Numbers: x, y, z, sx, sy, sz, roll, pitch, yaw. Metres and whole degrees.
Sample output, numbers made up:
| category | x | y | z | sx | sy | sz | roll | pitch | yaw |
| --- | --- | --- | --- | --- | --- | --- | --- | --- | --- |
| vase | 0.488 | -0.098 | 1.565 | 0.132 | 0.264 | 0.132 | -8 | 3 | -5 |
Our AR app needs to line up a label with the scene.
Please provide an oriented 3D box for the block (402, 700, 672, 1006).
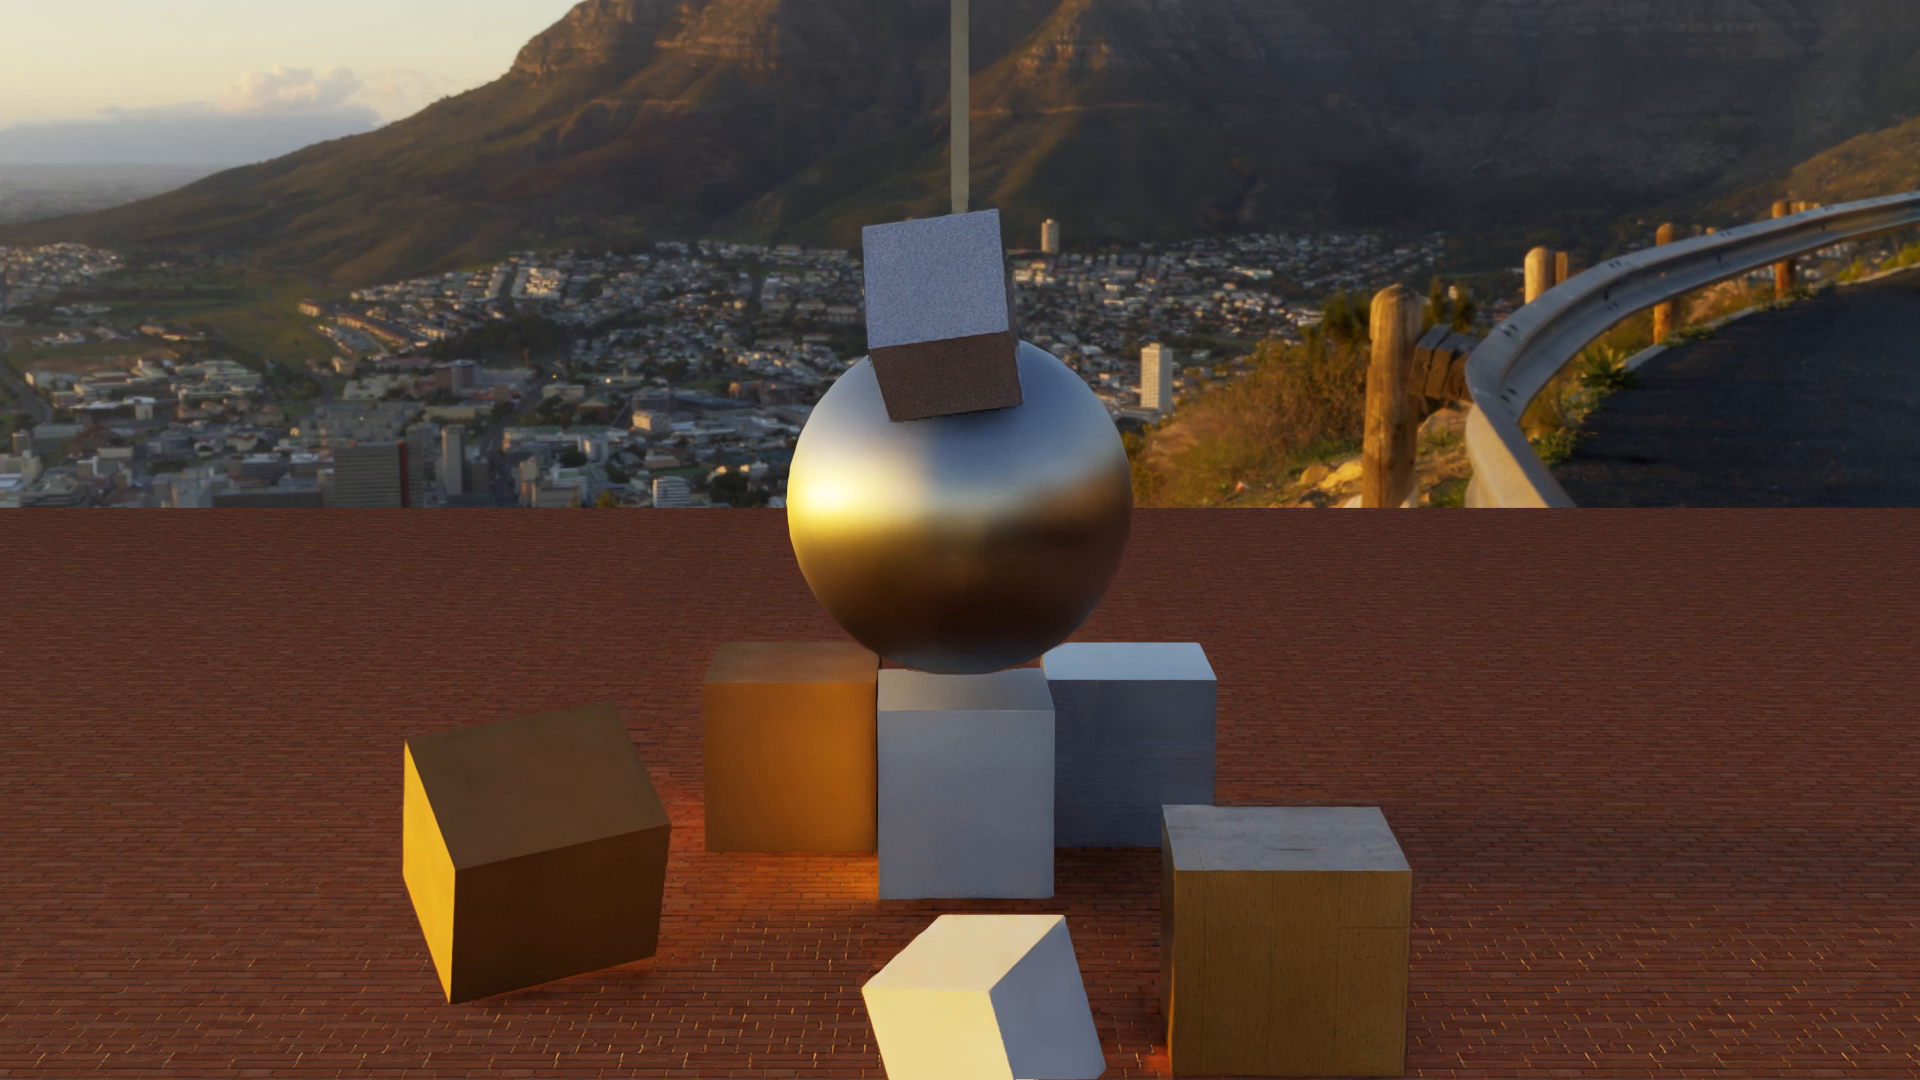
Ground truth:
| category | x | y | z | sx | sy | sz | roll | pitch | yaw |
| --- | --- | --- | --- | --- | --- | --- | --- | --- | --- |
| block | -1.792 | 1.300 | 9.227 | 0.890 | 0.817 | 0.753 | -10 | 43 | -26 |

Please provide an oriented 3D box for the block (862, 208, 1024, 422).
| category | x | y | z | sx | sy | sz | roll | pitch | yaw |
| --- | --- | --- | --- | --- | --- | --- | --- | --- | --- |
| block | -0.070 | -0.951 | 9.336 | 0.580 | 0.624 | 0.558 | -7 | -30 | 5 |

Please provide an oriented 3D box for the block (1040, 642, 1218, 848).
| category | x | y | z | sx | sy | sz | roll | pitch | yaw |
| --- | --- | --- | --- | --- | --- | --- | --- | --- | --- |
| block | 0.851 | 1.046 | 11.390 | 0.847 | 0.866 | 0.825 | 0 | 10 | 0 |

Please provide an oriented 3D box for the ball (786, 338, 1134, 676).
| category | x | y | z | sx | sy | sz | roll | pitch | yaw |
| --- | --- | --- | --- | --- | --- | --- | --- | --- | --- |
| ball | 0.000 | -0.173 | 10.138 | 1.600 | 1.600 | 1.600 | 0 | 10 | 0 |

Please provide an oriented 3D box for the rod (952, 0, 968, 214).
| category | x | y | z | sx | sy | sz | roll | pitch | yaw |
| --- | --- | --- | --- | --- | --- | --- | --- | --- | --- |
| rod | 0.000 | -3.572 | 10.093 | 0.080 | 5.200 | 0.080 | 0 | 1 | 0 |

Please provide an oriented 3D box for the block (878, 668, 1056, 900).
| category | x | y | z | sx | sy | sz | roll | pitch | yaw |
| --- | --- | --- | --- | --- | --- | --- | --- | --- | --- |
| block | 0.017 | 1.161 | 10.635 | 0.821 | 0.911 | 0.815 | 0 | 10 | -2 |

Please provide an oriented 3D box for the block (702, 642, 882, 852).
| category | x | y | z | sx | sy | sz | roll | pitch | yaw |
| --- | --- | --- | --- | --- | --- | --- | --- | --- | --- |
| block | -0.844 | 1.050 | 11.362 | 0.858 | 0.868 | 0.902 | 0 | 10 | 0 |

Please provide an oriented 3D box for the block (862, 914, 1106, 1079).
| category | x | y | z | sx | sy | sz | roll | pitch | yaw |
| --- | --- | --- | --- | --- | --- | --- | --- | --- | --- |
| block | 0.093 | 1.727 | 7.771 | 0.531 | 0.611 | 0.545 | -7 | 16 | 34 |

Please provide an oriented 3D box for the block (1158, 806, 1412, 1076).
| category | x | y | z | sx | sy | sz | roll | pitch | yaw |
| --- | --- | --- | --- | --- | --- | --- | --- | --- | --- |
| block | 1.255 | 1.560 | 8.655 | 0.880 | 0.820 | 0.765 | 0 | 11 | 1 |
